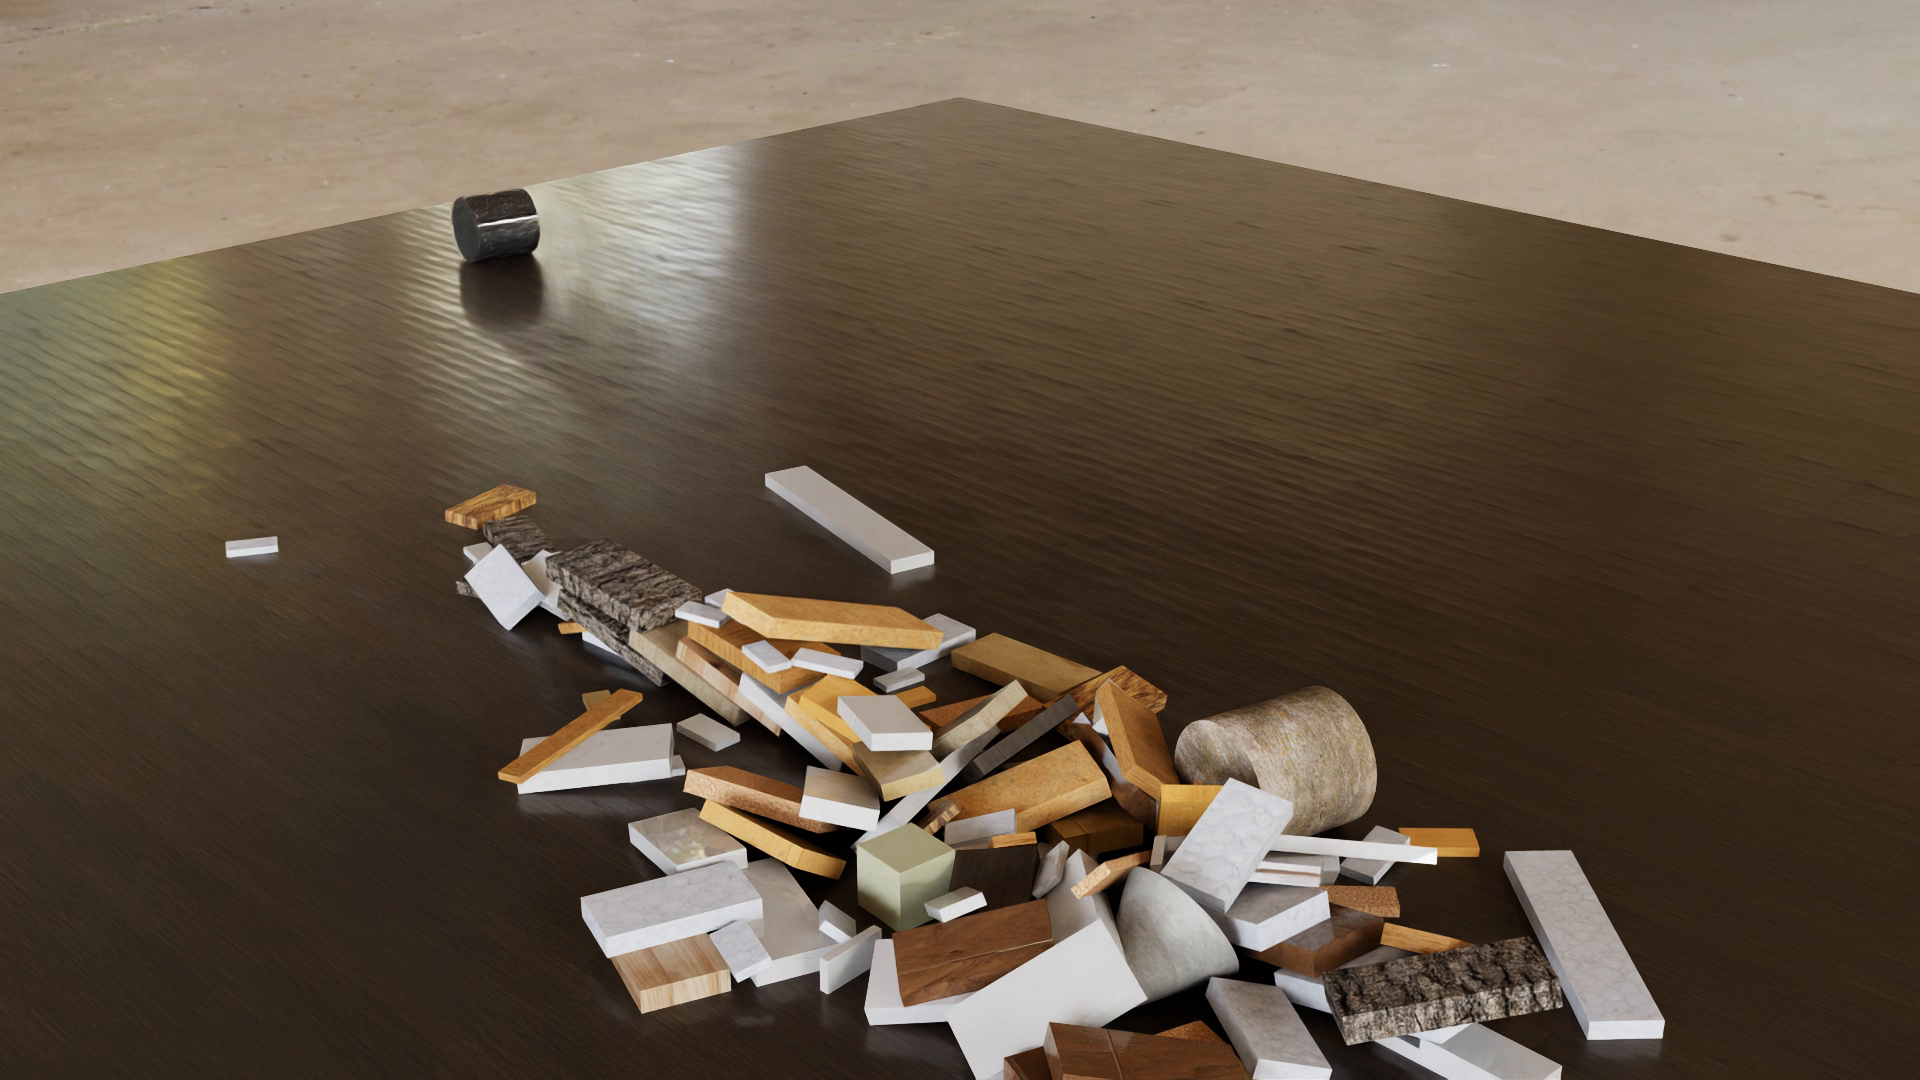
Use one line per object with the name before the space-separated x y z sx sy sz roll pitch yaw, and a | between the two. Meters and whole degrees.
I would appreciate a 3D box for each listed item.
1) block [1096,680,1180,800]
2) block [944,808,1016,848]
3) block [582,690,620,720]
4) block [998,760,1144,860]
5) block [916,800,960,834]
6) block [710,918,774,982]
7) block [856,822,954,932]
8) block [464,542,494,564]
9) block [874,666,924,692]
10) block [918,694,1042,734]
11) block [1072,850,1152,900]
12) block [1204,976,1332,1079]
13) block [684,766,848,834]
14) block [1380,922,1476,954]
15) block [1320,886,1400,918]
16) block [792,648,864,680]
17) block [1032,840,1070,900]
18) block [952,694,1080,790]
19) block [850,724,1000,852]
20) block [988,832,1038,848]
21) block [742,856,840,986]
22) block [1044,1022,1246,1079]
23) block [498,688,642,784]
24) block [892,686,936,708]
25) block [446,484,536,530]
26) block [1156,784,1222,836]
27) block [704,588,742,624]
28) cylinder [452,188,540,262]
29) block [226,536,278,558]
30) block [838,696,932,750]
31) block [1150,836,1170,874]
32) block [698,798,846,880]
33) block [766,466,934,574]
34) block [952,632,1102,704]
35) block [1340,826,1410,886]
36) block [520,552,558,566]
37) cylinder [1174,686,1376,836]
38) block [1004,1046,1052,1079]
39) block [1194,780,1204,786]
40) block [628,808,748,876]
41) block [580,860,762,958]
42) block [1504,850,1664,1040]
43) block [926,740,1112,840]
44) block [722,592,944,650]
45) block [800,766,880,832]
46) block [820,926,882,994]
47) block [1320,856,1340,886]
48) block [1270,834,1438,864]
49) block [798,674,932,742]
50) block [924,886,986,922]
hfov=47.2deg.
block | 0.358 0.407 4.389 0.134 0.038 0.301 35 19 -23
block | 0.040 0.560 4.238 0.139 0.020 0.069 -13 29 9
block | -0.795 0.369 4.871 0.059 0.017 0.118 -8 24 -19
block | 0.218 0.531 4.421 0.167 0.047 0.349 -8 21 -19
block | -0.067 0.563 4.295 0.139 0.020 0.069 -38 9 -11
block | -0.389 0.728 3.907 0.069 0.020 0.138 -24 30 -16
block | -0.101 0.630 4.109 0.130 0.130 0.130 -18 29 -36
block | -1.219 0.041 5.642 0.063 0.018 0.127 -15 27 -31
block | -0.139 0.316 4.996 0.105 0.015 0.053 -16 28 -34
block | 0.051 0.385 4.786 0.251 0.036 0.126 -12 21 -30
block | 0.280 0.596 3.930 0.021 0.076 0.351 52 12 15
block | 0.515 0.825 3.693 0.131 0.037 0.263 11 16 -15
block | -0.376 0.517 4.396 0.314 0.044 0.157 14 3 24
block | 0.861 0.716 3.824 0.131 0.037 0.263 6 -12 45
block | 0.748 0.679 4.135 0.146 0.021 0.073 1 23 2
block | -0.282 0.262 4.677 0.143 0.016 0.055 11 26 15
block | 0.166 0.604 4.027 0.017 0.060 0.121 42 24 -8
block | 0.112 0.416 4.490 0.268 0.038 0.134 -32 -8 -30
block | -0.065 0.497 4.425 0.039 0.137 0.434 48 34 3
block | 0.091 0.598 4.170 0.082 0.164 0.023 -5 62 -11
block | -0.355 0.699 4.055 0.164 0.047 0.328 -10 25 -23
block | 0.296 0.843 3.493 0.307 0.043 0.153 9 17 -10
block | -0.817 0.411 4.636 0.059 0.017 0.397 9 27 30
block | -0.112 0.355 4.906 0.105 0.015 0.053 -14 27 -30
block | -1.265 -0.090 5.933 0.113 0.032 0.227 14 27 30
block | 0.439 0.545 4.169 0.129 0.257 0.036 1 54 2
block | -0.498 0.148 4.891 0.133 0.019 0.067 24 32 37
cylinder | -1.737 -1.178 8.229 0.241 0.241 0.241 -15 27 -32
block | -1.834 0.017 5.697 0.127 0.018 0.063 -7 24 -16
block | -0.154 0.370 4.461 0.125 0.035 0.250 1 13 -19
block | 0.366 0.599 4.002 0.021 0.076 0.151 -7 11 10
block | -0.364 0.579 4.255 0.274 0.039 0.137 20 -5 39
block | -0.304 -0.062 5.860 0.126 0.036 0.709 -13 26 -28
block | 0.150 0.294 4.989 0.139 0.039 0.347 -21 27 -39
block | 0.805 0.611 4.266 0.073 0.021 0.146 17 37 34
block | -0.973 0.091 5.423 0.113 0.032 0.227 -19 30 -38
cylinder | 0.619 0.456 4.327 0.281 0.281 0.281 -14 27 -29
block | 0.205 0.897 3.462 0.153 0.043 0.307 -10 25 -23
block | 0.463 0.535 4.288 0.017 0.122 0.061 2 20 12
block | -0.528 0.590 4.255 0.139 0.039 0.278 -11 15 -25
block | -0.525 0.670 4.009 0.295 0.042 0.148 -11 25 -24
block | 1.126 0.726 4.002 0.129 0.036 0.556 -1 23 -2
block | 0.115 0.515 4.356 0.335 0.047 0.167 -22 25 -7
block | -0.277 0.183 4.913 0.157 0.044 0.548 27 12 40
block | -0.236 0.507 4.325 0.148 0.042 0.341 12 3 -3
block | -0.194 0.746 3.914 0.020 0.069 0.138 20 30 37
block | 0.604 0.628 4.153 0.210 0.105 0.030 0 63 0
block | 0.658 0.567 4.079 0.436 0.030 0.105 6 -7 -10
block | -0.199 0.371 4.595 0.250 0.035 0.125 30 36 19
block | -0.009 0.646 3.901 0.082 0.023 0.164 -21 -1 -11
